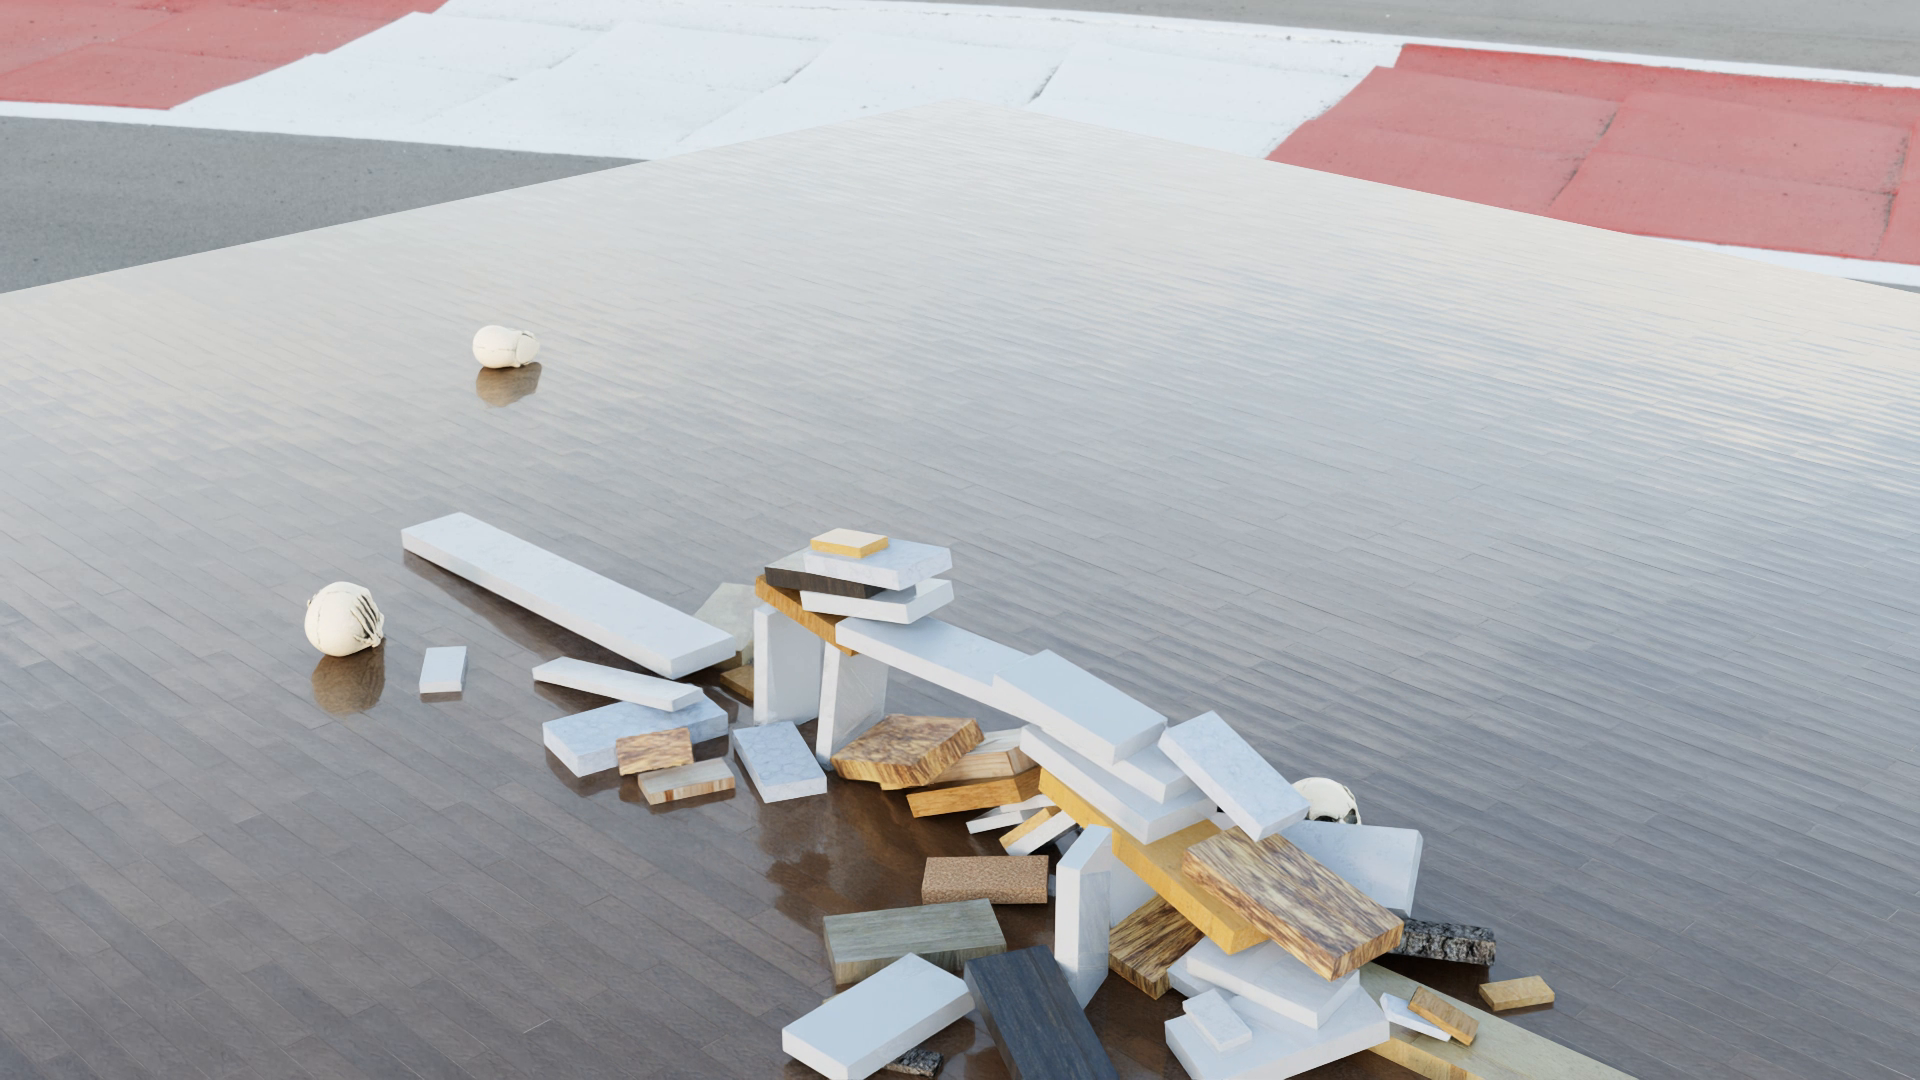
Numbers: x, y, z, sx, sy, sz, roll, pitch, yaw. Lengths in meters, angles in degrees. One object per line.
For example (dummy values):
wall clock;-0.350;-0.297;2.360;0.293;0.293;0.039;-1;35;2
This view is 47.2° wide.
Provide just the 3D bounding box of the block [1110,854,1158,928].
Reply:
block;0.328;0.612;4.093;0.117;0.033;0.234;-3;63;-6

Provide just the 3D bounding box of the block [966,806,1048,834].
block;0.098;0.543;4.343;0.086;0.024;0.171;-21;0;-40

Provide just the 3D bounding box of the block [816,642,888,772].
block;-0.223;0.325;4.605;0.043;0.301;0.150;29;36;35

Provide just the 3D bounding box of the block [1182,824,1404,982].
block;0.569;0.613;3.781;0.176;0.050;0.352;-17;36;-36

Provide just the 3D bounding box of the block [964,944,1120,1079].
block;0.155;0.848;3.608;0.150;0.043;0.471;-8;34;-18

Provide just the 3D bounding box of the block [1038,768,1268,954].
block;0.377;0.547;3.969;0.176;0.050;0.546;-14;34;-33

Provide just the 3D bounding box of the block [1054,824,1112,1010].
block;0.214;0.662;3.816;0.043;0.301;0.150;10;25;23

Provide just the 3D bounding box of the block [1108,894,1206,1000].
block;0.405;0.694;3.969;0.301;0.043;0.150;-32;40;-28

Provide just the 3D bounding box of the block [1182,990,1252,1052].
block;0.430;0.803;3.678;0.061;0.017;0.122;-18;31;-19

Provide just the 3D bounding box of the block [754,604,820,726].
block;-0.373;0.267;4.744;0.150;0.301;0.043;-21;34;-40

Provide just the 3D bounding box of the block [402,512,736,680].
block;-0.978;0.118;5.341;0.176;0.050;1.198;-20;28;-38

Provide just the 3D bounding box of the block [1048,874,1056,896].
block;0.190;0.660;4.186;0.099;0.014;0.049;9;25;21

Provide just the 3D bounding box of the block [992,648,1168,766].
block;0.220;0.307;4.085;0.299;0.042;0.149;29;36;35

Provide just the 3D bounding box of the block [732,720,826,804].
block;-0.381;0.464;4.620;0.131;0.037;0.263;-8;24;-18

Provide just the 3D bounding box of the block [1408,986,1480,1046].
block;0.810;0.796;3.684;0.115;0.016;0.058;31;27;13

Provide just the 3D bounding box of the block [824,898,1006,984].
block;-0.084;0.727;3.992;0.310;0.044;0.155;-5;23;-11

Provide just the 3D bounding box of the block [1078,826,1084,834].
block;0.249;0.557;4.430;0.049;0.014;0.099;-7;24;-15

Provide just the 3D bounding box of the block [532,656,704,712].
block;-0.764;0.318;4.885;0.468;0.026;0.090;8;20;40

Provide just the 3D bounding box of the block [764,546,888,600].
block;-0.250;0.064;4.523;0.287;0.041;0.144;7;23;41

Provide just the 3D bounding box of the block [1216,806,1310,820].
block;0.576;0.588;4.192;0.333;0.047;0.166;20;69;38

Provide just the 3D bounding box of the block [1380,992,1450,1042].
block;0.762;0.798;3.679;0.115;0.016;0.058;22;20;-12

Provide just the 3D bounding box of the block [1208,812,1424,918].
block;0.620;0.599;4.090;0.457;0.044;0.155;2;60;27

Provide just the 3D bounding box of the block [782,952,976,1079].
block;-0.136;0.815;3.747;0.155;0.044;0.310;20;30;39

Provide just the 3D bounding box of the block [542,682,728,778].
block;-0.698;0.406;4.739;0.353;0.050;0.176;-14;27;-30

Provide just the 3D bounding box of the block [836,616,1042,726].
block;0.001;0.236;4.312;0.522;0.042;0.149;20;31;34

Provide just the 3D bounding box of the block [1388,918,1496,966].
block;0.808;0.713;3.953;0.292;0.041;0.146;5;1;11

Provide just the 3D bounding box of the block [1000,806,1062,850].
block;0.156;0.549;4.288;0.086;0.024;0.171;-21;-14;-41

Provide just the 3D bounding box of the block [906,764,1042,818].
block;0.066;0.484;4.364;0.171;0.048;0.341;-21;3;-40

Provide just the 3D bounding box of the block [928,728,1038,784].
block;0.075;0.427;4.408;0.171;0.048;0.341;-20;3;-32

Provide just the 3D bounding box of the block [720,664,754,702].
block;-0.465;0.326;4.964;0.076;0.022;0.153;-19;29;-37

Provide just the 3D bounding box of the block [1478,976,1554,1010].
block;0.978;0.796;3.864;0.115;0.016;0.058;-6;24;-13

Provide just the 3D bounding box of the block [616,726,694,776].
block;-0.639;0.442;4.603;0.153;0.076;0.022;-9;-11;-7

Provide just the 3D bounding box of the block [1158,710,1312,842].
block;0.493;0.423;3.962;0.131;0.037;0.263;-18;50;-38

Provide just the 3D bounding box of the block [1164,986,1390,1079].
block;0.531;0.823;3.687;0.333;0.047;0.167;-16;31;-15

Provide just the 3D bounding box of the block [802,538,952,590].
block;-0.167;0.041;4.416;0.144;0.041;0.287;-23;22;-39

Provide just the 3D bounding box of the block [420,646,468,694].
block;-1.181;0.296;5.031;0.090;0.026;0.181;-3;23;-7

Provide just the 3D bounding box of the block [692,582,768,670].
block;-0.540;0.202;5.220;0.176;0.050;0.353;6;24;14

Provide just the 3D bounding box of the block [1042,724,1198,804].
block;0.313;0.376;4.069;0.149;0.042;0.299;-22;39;-41

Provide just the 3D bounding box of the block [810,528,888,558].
block;-0.224;0.006;4.453;0.077;0.022;0.153;-23;22;-39

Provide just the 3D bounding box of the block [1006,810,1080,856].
block;0.196;0.547;4.230;0.117;0.033;0.234;-21;-14;-40

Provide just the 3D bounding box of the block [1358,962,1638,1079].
block;0.981;0.899;3.581;1.072;0.047;0.167;19;30;38

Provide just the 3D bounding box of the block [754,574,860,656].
block;-0.271;0.137;4.580;0.150;0.043;0.301;-21;39;-41

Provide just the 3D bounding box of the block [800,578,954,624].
block;-0.170;0.113;4.465;0.287;0.041;0.144;6;22;40

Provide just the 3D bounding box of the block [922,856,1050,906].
block;0.050;0.646;4.176;0.234;0.033;0.117;-2;23;6

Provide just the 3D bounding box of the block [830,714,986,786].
block;-0.111;0.426;4.480;0.171;0.048;0.341;-35;15;-28

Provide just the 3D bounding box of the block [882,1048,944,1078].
block;-0.085;0.872;3.686;0.103;0.015;0.052;8;24;17

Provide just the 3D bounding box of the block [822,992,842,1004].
block;-0.183;0.805;3.844;0.103;0.015;0.052;-17;28;-34

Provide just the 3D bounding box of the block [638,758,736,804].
block;-0.567;0.499;4.553;0.181;0.026;0.090;-10;25;-22

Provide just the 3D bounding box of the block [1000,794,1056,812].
block;0.163;0.493;4.254;0.085;0.024;0.171;-21;3;-42

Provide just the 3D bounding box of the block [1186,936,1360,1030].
block;0.533;0.736;3.755;0.263;0.037;0.131;18;38;37

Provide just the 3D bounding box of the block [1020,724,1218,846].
block;0.292;0.426;4.070;0.176;0.050;0.352;-17;36;-35

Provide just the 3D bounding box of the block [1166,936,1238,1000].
block;0.520;0.716;3.872;0.292;0.041;0.146;-36;41;-26

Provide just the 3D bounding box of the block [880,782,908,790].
block;-0.061;0.478;4.565;0.203;0.022;0.078;-16;1;-32
